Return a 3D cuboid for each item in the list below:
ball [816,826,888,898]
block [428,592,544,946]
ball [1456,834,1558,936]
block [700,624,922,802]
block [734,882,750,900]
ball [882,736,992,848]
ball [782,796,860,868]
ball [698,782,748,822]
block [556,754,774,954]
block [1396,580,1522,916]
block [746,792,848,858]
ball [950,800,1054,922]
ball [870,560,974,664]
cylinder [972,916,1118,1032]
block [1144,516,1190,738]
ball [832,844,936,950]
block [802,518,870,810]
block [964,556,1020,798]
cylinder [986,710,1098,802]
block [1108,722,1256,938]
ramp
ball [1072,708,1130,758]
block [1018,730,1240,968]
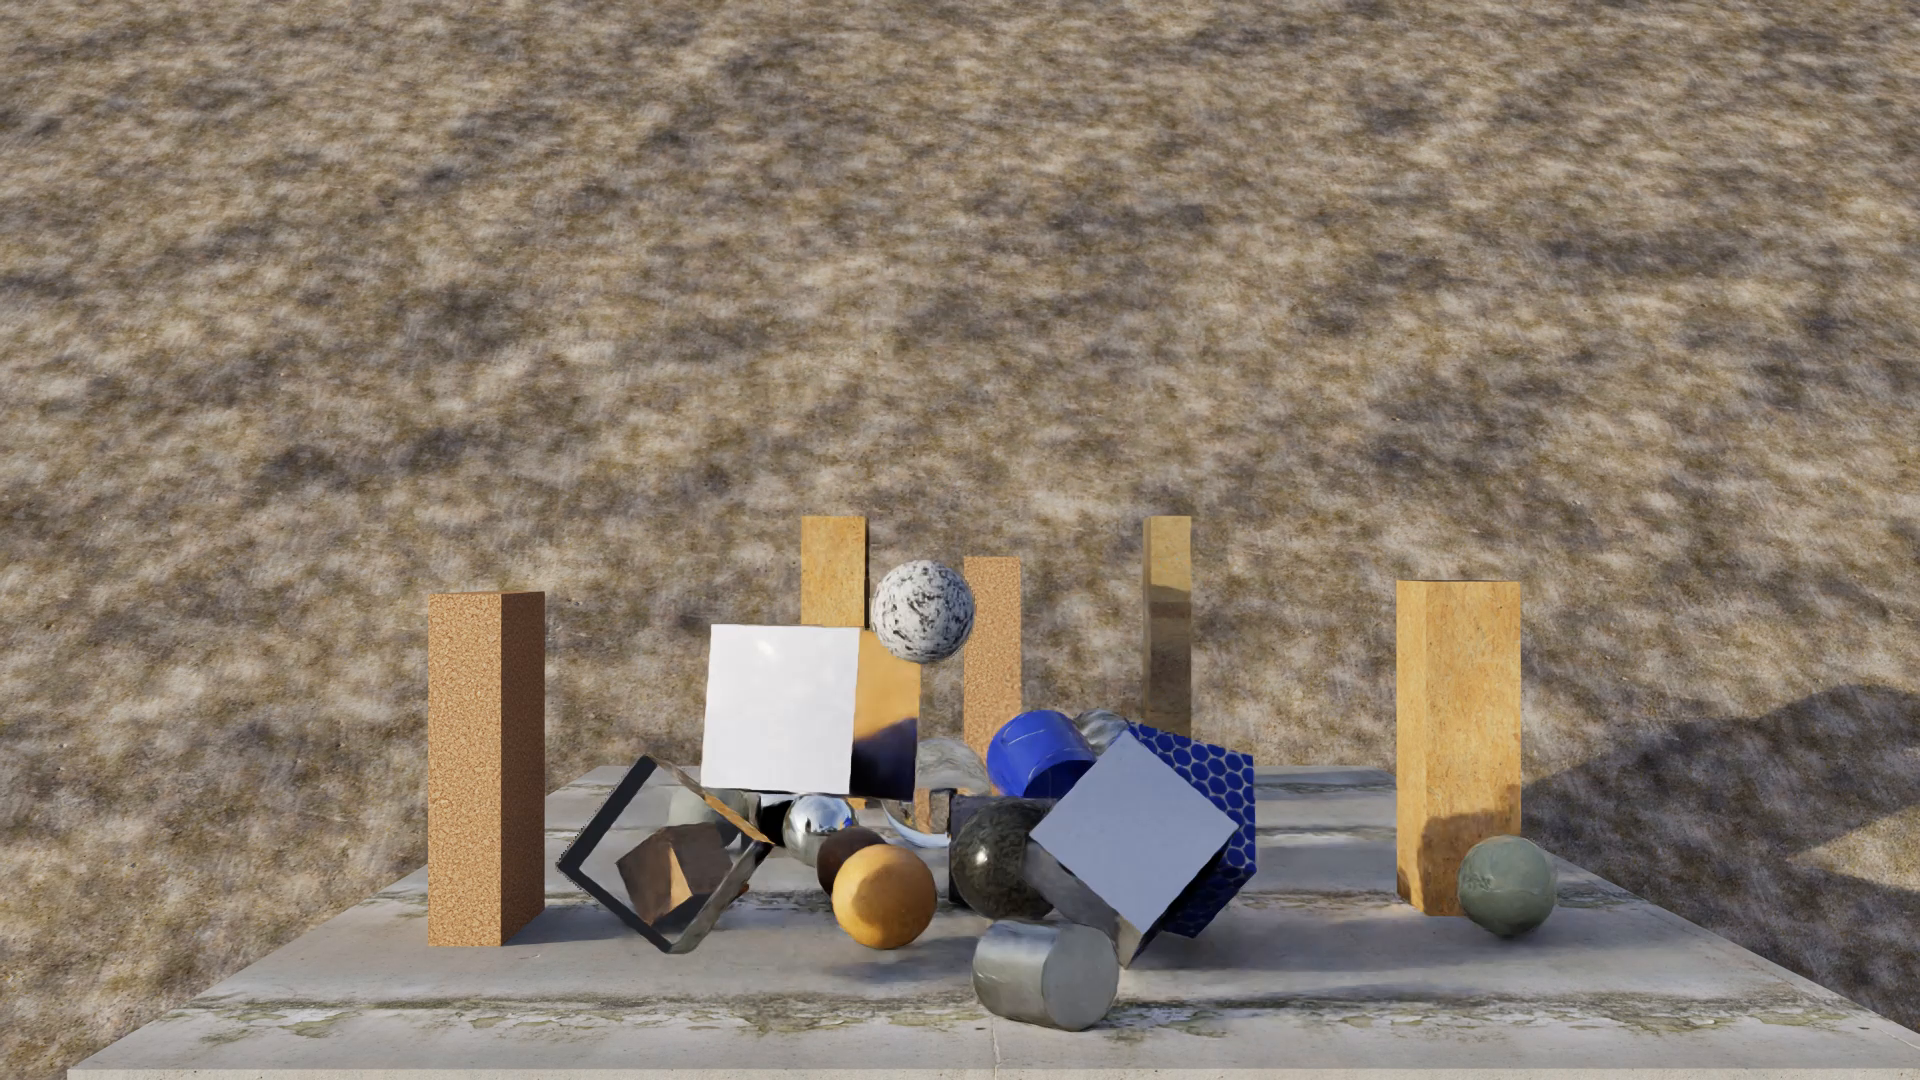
[{"bbox_3d":[-0.161,0.501,3.985,0.120,0.120,0.120,0,31,0],"label":"ball"},{"bbox_3d":[-0.681,0.318,3.748,0.100,0.483,0.377,0,0,0],"label":"block"},{"bbox_3d":[0.772,0.487,3.654,0.142,0.142,0.142,0,31,0],"label":"ball"},{"bbox_3d":[-0.181,0.217,3.220,0.199,0.199,0.199,1,-8,22],"label":"block"},{"bbox_3d":[-0.394,0.485,3.736,0.107,0.107,0.107,2,57,-54],"label":"block"},{"bbox_3d":[-0.043,0.465,4.771,0.205,0.205,0.205,0,31,0],"label":"ball"},{"bbox_3d":[-0.240,0.498,4.459,0.135,0.135,0.135,0,31,0],"label":"ball"},{"bbox_3d":[-0.449,0.500,4.685,0.135,0.135,0.135,0,31,0],"label":"ball"},{"bbox_3d":[-0.362,0.392,3.221,0.172,0.172,0.172,37,-4,9],"label":"block"},{"bbox_3d":[0.767,0.312,3.998,0.141,0.498,0.261,0,0,0],"label":"block"},{"bbox_3d":[-0.299,0.489,4.715,0.158,0.158,0.158,0,0,-15],"label":"block"},{"bbox_3d":[0.077,0.469,3.773,0.181,0.181,0.181,0,31,0],"label":"ball"},{"bbox_3d":[-0.042,0.081,2.937,0.118,0.118,0.118,0,31,0],"label":"ball"},{"bbox_3d":[0.098,0.493,2.956,0.118,0.118,0.118,-27,16,-37],"label":"cylinder"},{"bbox_3d":[0.482,0.262,6.049,0.089,0.631,0.266,0,0,0],"label":"block"},{"bbox_3d":[-0.103,0.486,3.530,0.143,0.143,0.143,0,31,0],"label":"ball"},{"bbox_3d":[-0.272,0.264,5.699,0.134,0.623,0.353,0,0,0],"label":"block"},{"bbox_3d":[0.069,0.306,5.697,0.121,0.538,0.304,0,0,0],"label":"block"},{"bbox_3d":[0.157,0.414,4.469,0.180,0.180,0.180,-9,27,-14],"label":"cylinder"},{"bbox_3d":[0.279,0.403,3.586,0.190,0.190,0.190,17,48,-15],"label":"block"},{"bbox_3d":[0.070,0.617,4.695,2.000,0.100,4.000,0,0,0],"label":"ramp"},{"bbox_3d":[0.304,0.458,5.624,0.183,0.183,0.183,0,31,0],"label":"ball"},{"bbox_3d":[0.212,0.398,3.314,0.187,0.187,0.187,40,71,13],"label":"block"}]
